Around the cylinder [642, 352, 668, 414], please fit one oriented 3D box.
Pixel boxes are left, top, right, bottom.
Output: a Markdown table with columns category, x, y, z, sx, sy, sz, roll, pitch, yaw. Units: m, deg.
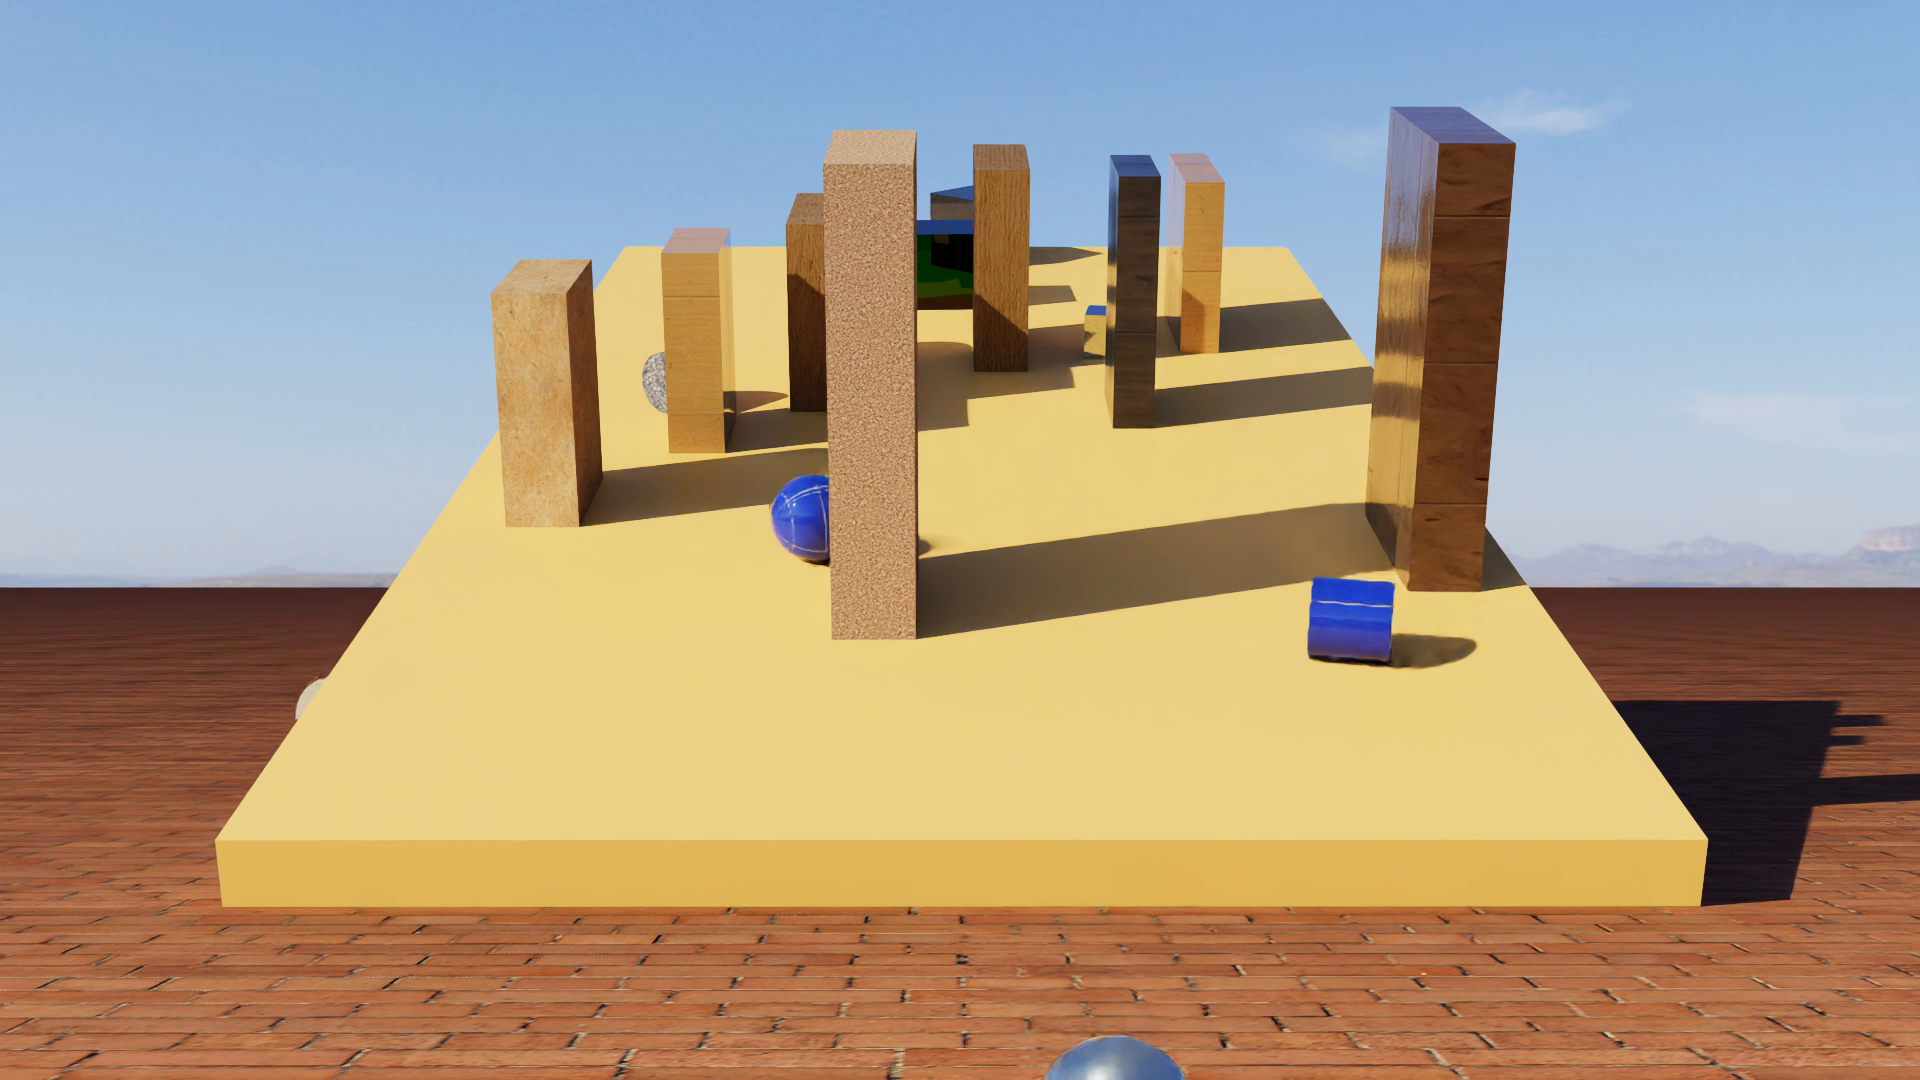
| category | x | y | z | sx | sy | sz | roll | pitch | yaw |
| --- | --- | --- | --- | --- | --- | --- | --- | --- | --- |
| cylinder | -0.615 | -0.365 | 5.048 | 0.138 | 0.138 | 0.138 | -1 | 16 | 39 |

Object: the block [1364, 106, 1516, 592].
| category | x | y | z | sx | sy | sz | roll | pitch | yaw |
| --- | --- | --- | --- | --- | --- | --- | --- | --- | --- |
| block | 0.845 | -0.348 | 4.006 | 0.126 | 0.781 | 0.431 | 0 | 19 | 0 |

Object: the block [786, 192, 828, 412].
| category | x | y | z | sx | sy | sz | roll | pitch | yaw |
| --- | --- | --- | --- | --- | --- | --- | --- | --- | --- |
| block | -0.310 | -0.550 | 5.152 | 0.141 | 0.422 | 0.392 | 0 | 19 | 0 |

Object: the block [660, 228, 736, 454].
| category | x | y | z | sx | sy | sz | roll | pitch | yaw |
| --- | --- | --- | --- | --- | --- | --- | --- | --- | --- |
| block | -0.553 | -0.427 | 4.783 | 0.117 | 0.426 | 0.271 | 0 | 19 | 0 |

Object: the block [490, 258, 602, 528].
| category | x | y | z | sx | sy | sz | roll | pitch | yaw |
| --- | --- | --- | --- | --- | --- | --- | --- | --- | --- |
| block | -0.791 | -0.287 | 4.333 | 0.138 | 0.451 | 0.310 | 0 | 19 | 0 |

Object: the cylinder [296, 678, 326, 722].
| category | x | y | z | sx | sy | sz | roll | pitch | yaw |
| --- | --- | --- | --- | --- | --- | --- | --- | --- | --- |
| cylinder | -1.623 | 0.455 | 5.945 | 0.189 | 0.189 | 0.189 | 0 | -1 | 10 |

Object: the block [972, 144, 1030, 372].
| category | x | y | z | sx | sy | sz | roll | pitch | yaw |
| --- | --- | --- | --- | --- | --- | --- | --- | --- | --- |
| block | 0.098 | -0.692 | 5.477 | 0.129 | 0.483 | 0.384 | 0 | 19 | 0 |

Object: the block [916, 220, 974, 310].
| category | x | y | z | sx | sy | sz | roll | pitch | yaw |
| --- | --- | --- | --- | --- | --- | --- | --- | --- | --- |
| block | -0.033 | -0.742 | 6.057 | 0.204 | 0.204 | 0.204 | -1 | 19 | -3 |

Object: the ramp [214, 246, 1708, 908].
| category | x | y | z | sx | sy | sz | roll | pitch | yaw |
| --- | --- | --- | --- | --- | --- | --- | --- | --- | --- |
| ramp | -0.004 | -0.195 | 4.921 | 2.000 | 0.100 | 4.000 | 0 | 19 | 0 |

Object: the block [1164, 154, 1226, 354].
| category | x | y | z | sx | sy | sz | roll | pitch | yaw |
| --- | --- | --- | --- | --- | --- | --- | --- | --- | --- |
| block | 0.589 | -0.731 | 5.686 | 0.095 | 0.423 | 0.441 | 0 | 19 | 0 |

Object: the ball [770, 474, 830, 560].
| category | x | y | z | sx | sy | sz | roll | pitch | yaw |
| --- | --- | --- | --- | --- | --- | --- | --- | --- | --- |
| ball | -0.265 | -0.041 | 4.069 | 0.157 | 0.157 | 0.157 | 0 | -1 | 0 |

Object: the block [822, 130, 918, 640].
| category | x | y | z | sx | sy | sz | roll | pitch | yaw |
| --- | --- | --- | --- | --- | --- | --- | --- | --- | --- |
| block | -0.143 | -0.263 | 3.747 | 0.139 | 0.784 | 0.350 | 0 | 19 | 0 |

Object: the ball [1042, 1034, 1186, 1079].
| category | x | y | z | sx | sy | sz | roll | pitch | yaw |
| --- | --- | --- | --- | --- | --- | --- | --- | --- | --- |
| ball | 0.110 | 0.412 | 1.601 | 0.116 | 0.116 | 0.116 | 0 | -1 | 0 |

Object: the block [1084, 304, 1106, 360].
| category | x | y | z | sx | sy | sz | roll | pitch | yaw |
| --- | --- | --- | --- | --- | --- | --- | --- | --- | --- |
| block | 0.365 | -0.509 | 5.518 | 0.110 | 0.110 | 0.110 | 3 | 19 | 8 |

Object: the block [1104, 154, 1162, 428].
| category | x | y | z | sx | sy | sz | roll | pitch | yaw |
| --- | --- | --- | --- | --- | --- | --- | --- | --- | --- |
| block | 0.378 | -0.549 | 4.951 | 0.089 | 0.551 | 0.283 | 0 | 19 | 0 |

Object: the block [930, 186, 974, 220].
| category | x | y | z | sx | sy | sz | roll | pitch | yaw |
| --- | --- | --- | --- | --- | --- | --- | --- | --- | --- |
| block | 0.054 | -0.917 | 6.577 | 0.199 | 0.199 | 0.199 | 17 | 25 | 41 |
